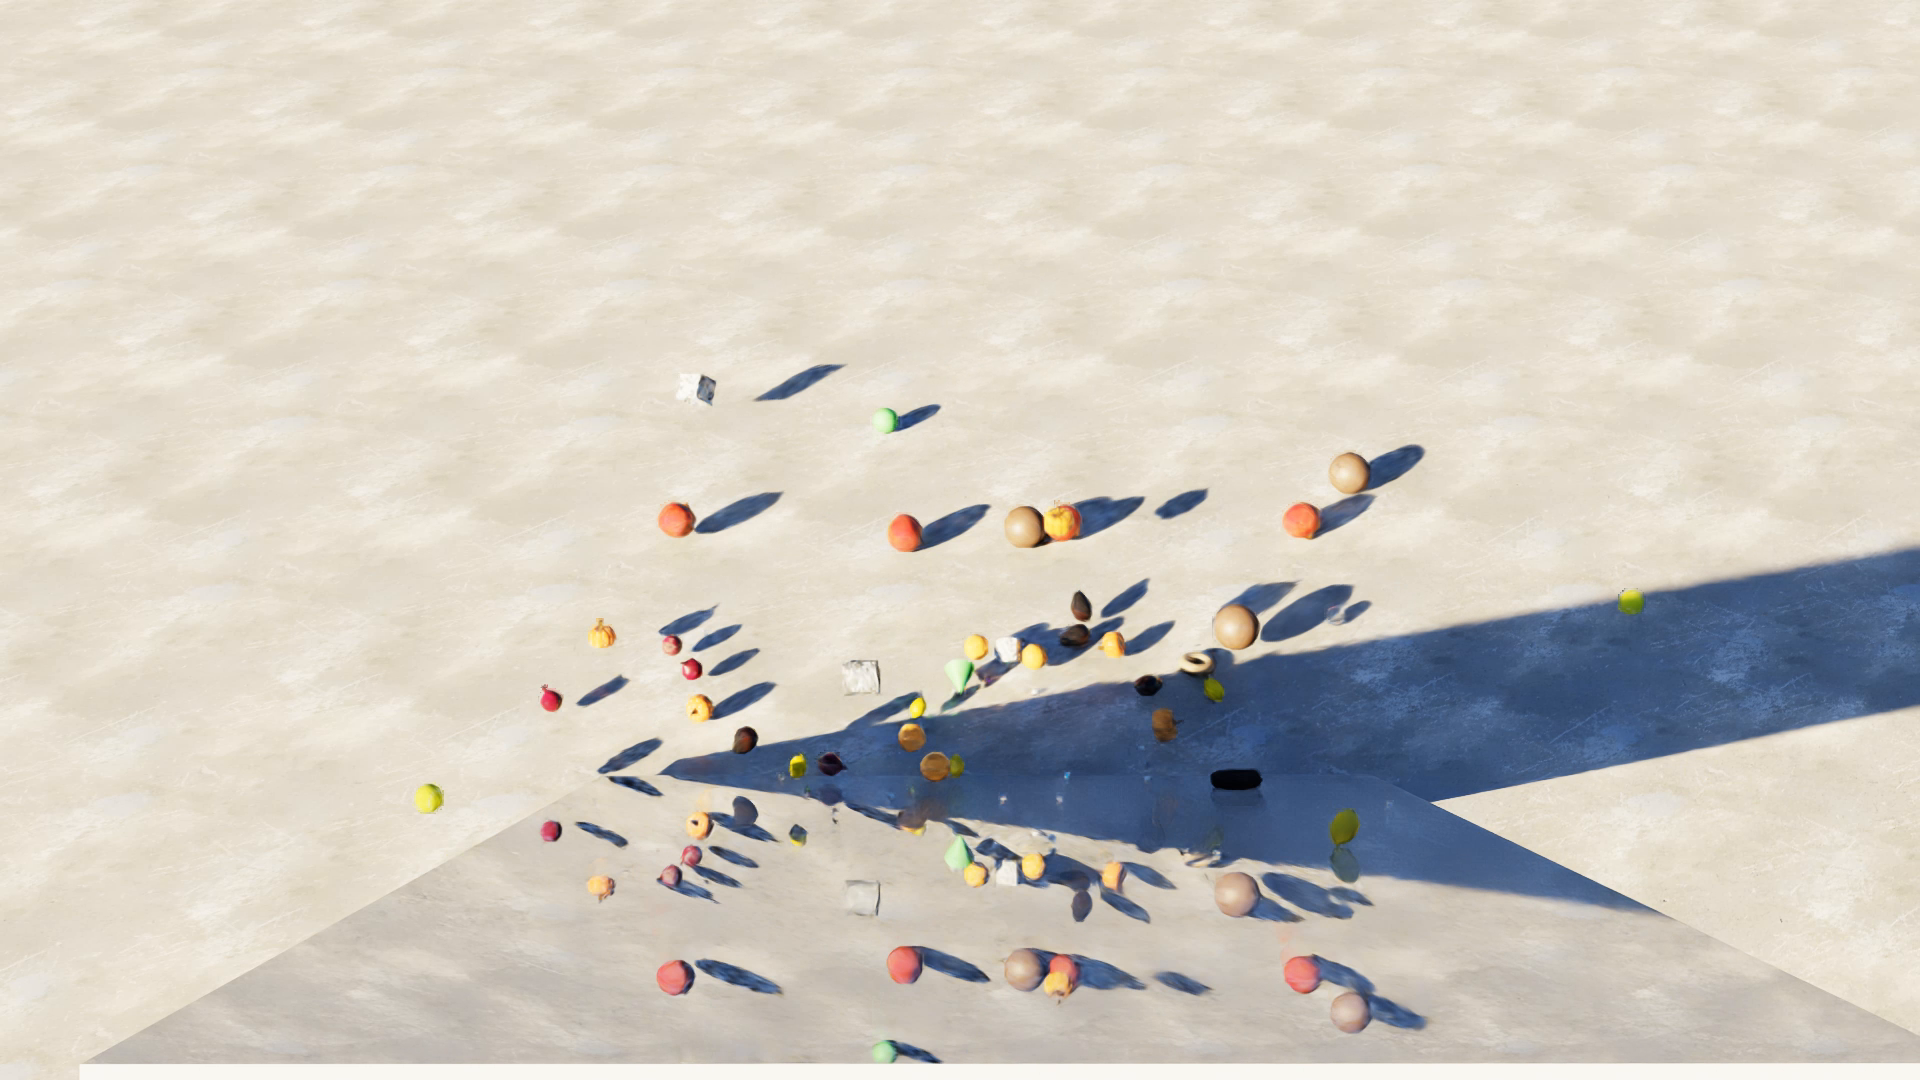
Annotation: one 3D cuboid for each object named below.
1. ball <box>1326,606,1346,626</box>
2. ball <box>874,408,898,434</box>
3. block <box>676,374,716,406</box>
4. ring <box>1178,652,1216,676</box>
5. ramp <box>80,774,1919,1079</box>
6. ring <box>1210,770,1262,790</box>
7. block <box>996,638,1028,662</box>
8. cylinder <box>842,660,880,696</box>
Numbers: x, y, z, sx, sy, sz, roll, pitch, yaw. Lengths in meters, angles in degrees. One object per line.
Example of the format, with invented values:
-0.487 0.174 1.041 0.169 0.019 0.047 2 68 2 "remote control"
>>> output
1.080 0.218 7.454 0.056 0.056 0.056 0 32 0 "ball"
-0.240 -0.387 8.385 0.082 0.082 0.082 0 32 0 "ball"
-0.847 -0.484 8.336 0.083 0.083 0.083 2 -15 36 "block"
0.664 0.348 7.261 0.107 0.036 0.107 4 26 -2 "ring"
0.072 0.631 4.730 2.000 0.100 4.000 0 -1 0 "ramp"
0.672 0.583 6.320 0.125 0.042 0.125 -1 0 0 "ring"
0.147 0.307 7.268 0.064 0.064 0.064 -7 -5 31 "block"
-0.240 0.336 6.331 0.084 0.084 0.084 -4 32 3 "cylinder"
